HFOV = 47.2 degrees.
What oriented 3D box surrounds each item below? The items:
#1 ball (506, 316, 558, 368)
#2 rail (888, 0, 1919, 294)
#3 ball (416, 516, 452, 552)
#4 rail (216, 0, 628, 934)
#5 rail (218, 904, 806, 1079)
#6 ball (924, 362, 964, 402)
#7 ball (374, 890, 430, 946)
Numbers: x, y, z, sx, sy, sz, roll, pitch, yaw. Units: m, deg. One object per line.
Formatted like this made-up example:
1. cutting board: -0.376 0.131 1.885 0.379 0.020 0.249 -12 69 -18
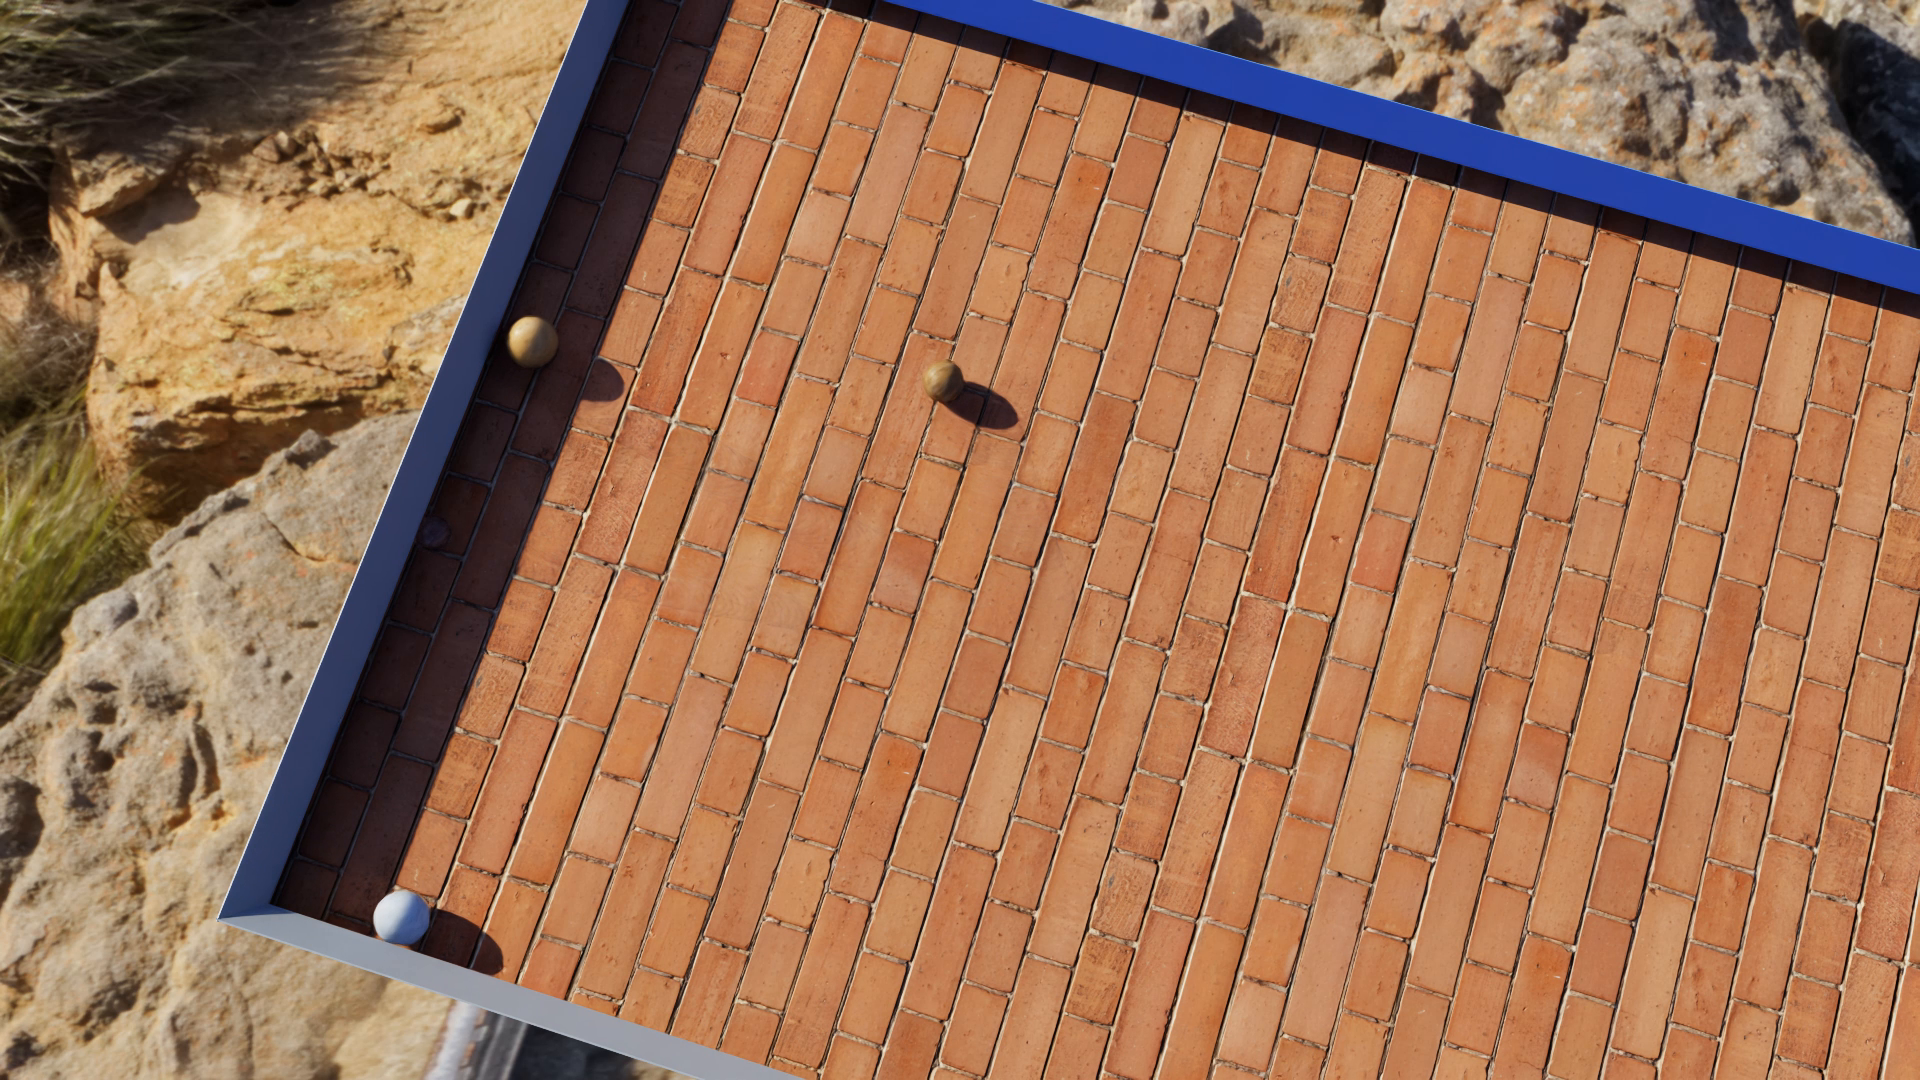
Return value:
1. ball: -0.671 -0.309 3.441 0.081 0.081 0.081 0 74 0
2. rail: 1.054 -0.546 3.494 3.345 0.105 0.045 17 75 5
3. ball: -0.807 -0.010 3.370 0.054 0.054 0.054 0 74 0
4. rail: -0.775 -0.241 3.409 0.045 0.105 1.753 17 75 5
5. rail: 0.541 1.020 3.054 3.345 0.105 0.045 17 75 5
6. ball: -0.025 -0.246 3.432 0.065 0.065 0.065 0 74 0
7. ball: -0.812 0.550 3.199 0.080 0.080 0.080 0 74 0
